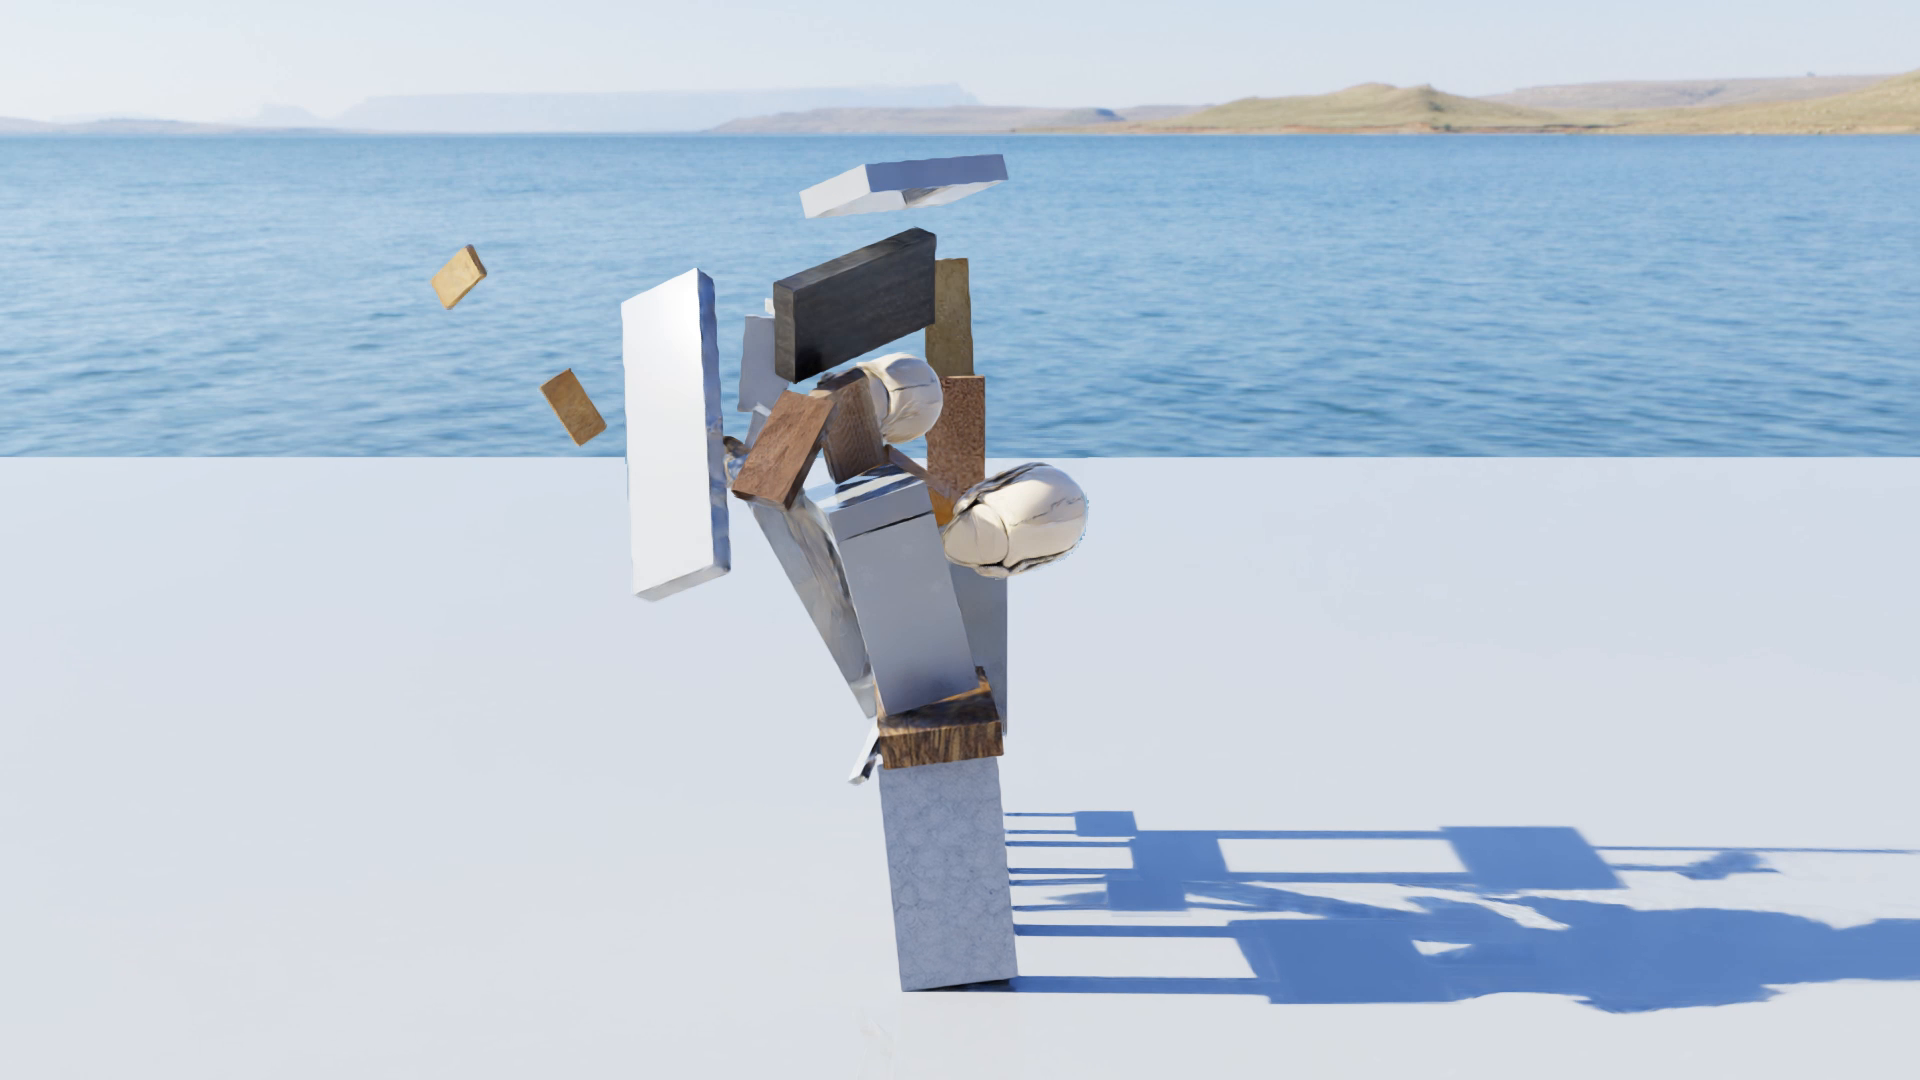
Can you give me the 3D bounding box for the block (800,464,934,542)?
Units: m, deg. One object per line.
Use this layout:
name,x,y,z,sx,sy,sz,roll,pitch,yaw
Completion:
block,-0.140,-0.058,3.231,0.145,0.041,0.291,-18,11,-9

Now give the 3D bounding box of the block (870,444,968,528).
block,-0.087,-0.077,3.468,0.099,0.028,0.198,-25,-40,30

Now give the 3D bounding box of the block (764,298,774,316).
block,-0.237,-0.390,3.668,0.161,0.023,0.081,-15,31,-43

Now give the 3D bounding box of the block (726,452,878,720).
block,-0.215,0.073,3.495,0.086,0.568,0.024,-27,38,-1

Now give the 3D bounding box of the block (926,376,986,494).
block,-0.007,-0.176,3.685,0.099,0.198,0.028,0,14,2

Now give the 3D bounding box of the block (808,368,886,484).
block,-0.166,-0.168,3.269,0.086,0.173,0.024,-27,47,-15

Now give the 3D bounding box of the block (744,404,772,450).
block,-0.311,-0.166,3.502,0.055,0.110,0.016,27,50,4

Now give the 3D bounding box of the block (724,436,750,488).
block,-0.353,-0.117,3.446,0.099,0.028,0.198,7,-16,25

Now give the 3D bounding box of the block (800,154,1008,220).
block,-0.082,-0.537,3.331,0.295,0.042,0.148,-14,1,-45

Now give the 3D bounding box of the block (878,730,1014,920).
block,-0.022,0.440,3.470,0.175,0.349,0.049,-6,10,1

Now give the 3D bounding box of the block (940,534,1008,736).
block,-0.007,0.152,3.686,0.174,0.347,0.049,1,10,4

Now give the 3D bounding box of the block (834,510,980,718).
block,-0.077,0.104,3.217,0.145,0.291,0.041,-17,24,-6

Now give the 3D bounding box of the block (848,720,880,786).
block,-0.145,0.346,3.621,0.016,0.114,0.057,31,-26,-12

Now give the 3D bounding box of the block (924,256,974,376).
block,-0.016,-0.289,3.771,0.081,0.387,0.023,-3,13,2

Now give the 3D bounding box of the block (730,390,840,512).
block,-0.246,-0.128,3.111,0.086,0.173,0.024,15,-25,24

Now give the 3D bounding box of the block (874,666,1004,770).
block,-0.037,0.265,3.325,0.175,0.049,0.349,-7,10,-2

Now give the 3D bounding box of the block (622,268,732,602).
block,-0.423,-0.159,3.260,0.148,0.492,0.042,-20,-28,27

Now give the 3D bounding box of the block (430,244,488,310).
block,-0.809,-0.424,3.547,0.110,0.055,0.016,-33,-7,38

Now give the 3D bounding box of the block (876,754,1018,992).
block,-0.019,0.483,3.249,0.175,0.349,0.049,-6,10,-3

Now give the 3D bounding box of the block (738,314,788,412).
block,-0.324,-0.292,3.674,0.081,0.161,0.023,5,13,-5

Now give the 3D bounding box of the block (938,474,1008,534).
block,-0.007,-0.064,3.766,0.174,0.049,0.347,0,10,1

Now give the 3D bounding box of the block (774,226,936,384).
block,-0.154,-0.352,3.273,0.042,0.148,0.295,27,39,35

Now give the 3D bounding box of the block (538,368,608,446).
block,-0.604,-0.207,3.434,0.055,0.110,0.016,-36,16,-17
